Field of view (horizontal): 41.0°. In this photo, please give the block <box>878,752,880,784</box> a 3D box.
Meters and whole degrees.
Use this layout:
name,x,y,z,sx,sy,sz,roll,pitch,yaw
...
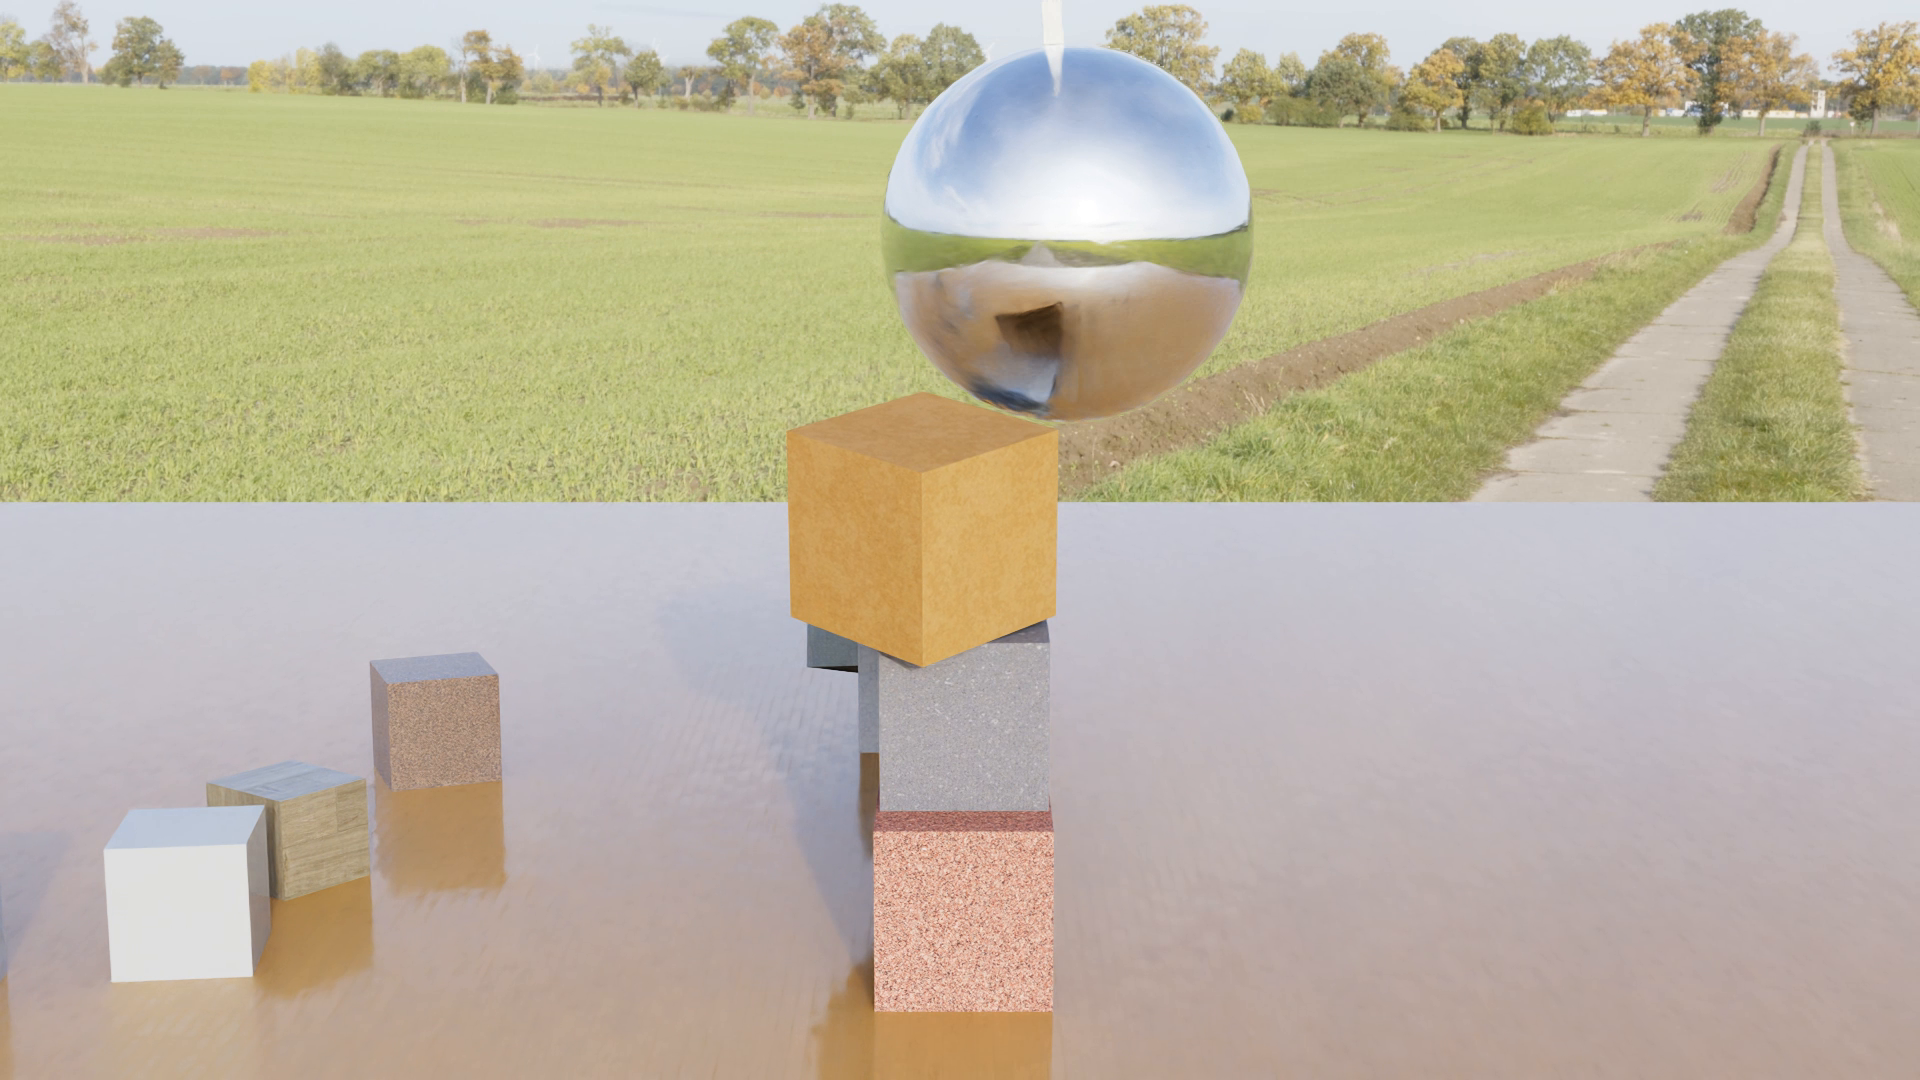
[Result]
name,x,y,z,sx,sy,sz,roll,pitch,yaw
block,-0.001,1.058,11.460,0.702,0.818,0.749,0,10,0

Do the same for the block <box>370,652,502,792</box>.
name,x,y,z,sx,sy,sz,roll,pitch,yaw
block,-2.660,0.913,13.009,0.552,0.549,0.548,-4,11,-21

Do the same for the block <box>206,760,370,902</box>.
name,x,y,z,sx,sy,sz,roll,pitch,yaw
block,-2.963,1.274,11.322,0.509,0.443,0.467,8,13,36

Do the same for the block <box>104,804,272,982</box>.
name,x,y,z,sx,sy,sz,roll,pitch,yaw
block,-3.088,1.411,10.294,0.537,0.541,0.550,-1,10,-7

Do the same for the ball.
name,x,y,z,sx,sy,sz,roll,pitch,yaw
ball,0.455,-1.303,10.943,1.600,1.600,1.600,0,10,0

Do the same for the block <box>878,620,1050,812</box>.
name,x,y,z,sx,sy,sz,roll,pitch,yaw
block,0.015,0.643,10.120,0.650,0.668,0.670,0,13,0

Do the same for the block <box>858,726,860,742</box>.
name,x,y,z,sx,sy,sz,roll,pitch,yaw
block,-0.155,0.711,13.926,0.700,0.619,0.707,1,10,6

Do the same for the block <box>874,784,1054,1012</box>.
name,x,y,z,sx,sy,sz,roll,pitch,yaw
block,0.014,1.373,10.033,0.675,0.709,0.748,0,10,0

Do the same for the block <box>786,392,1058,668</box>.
name,x,y,z,sx,sy,sz,roll,pitch,yaw
block,-0.142,-0.060,9.853,0.728,0.757,0.732,18,27,41

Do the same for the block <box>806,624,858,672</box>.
name,x,y,z,sx,sy,sz,roll,pitch,yaw
block,-0.203,0.278,11.867,0.740,0.643,0.742,-3,-7,25

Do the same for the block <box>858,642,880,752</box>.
name,x,y,z,sx,sy,sz,roll,pitch,yaw
block,-0.054,0.379,10.846,0.753,0.768,0.755,-1,22,-2

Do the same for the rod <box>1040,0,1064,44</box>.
name,x,y,z,sx,sy,sz,roll,pitch,yaw
rod,0.197,-4.639,10.337,0.080,5.200,0.080,-4,10,1

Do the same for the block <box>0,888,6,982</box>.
name,x,y,z,sx,sy,sz,roll,pitch,yaw
block,-4.032,1.488,9.726,0.598,0.592,0.682,-1,10,-6
